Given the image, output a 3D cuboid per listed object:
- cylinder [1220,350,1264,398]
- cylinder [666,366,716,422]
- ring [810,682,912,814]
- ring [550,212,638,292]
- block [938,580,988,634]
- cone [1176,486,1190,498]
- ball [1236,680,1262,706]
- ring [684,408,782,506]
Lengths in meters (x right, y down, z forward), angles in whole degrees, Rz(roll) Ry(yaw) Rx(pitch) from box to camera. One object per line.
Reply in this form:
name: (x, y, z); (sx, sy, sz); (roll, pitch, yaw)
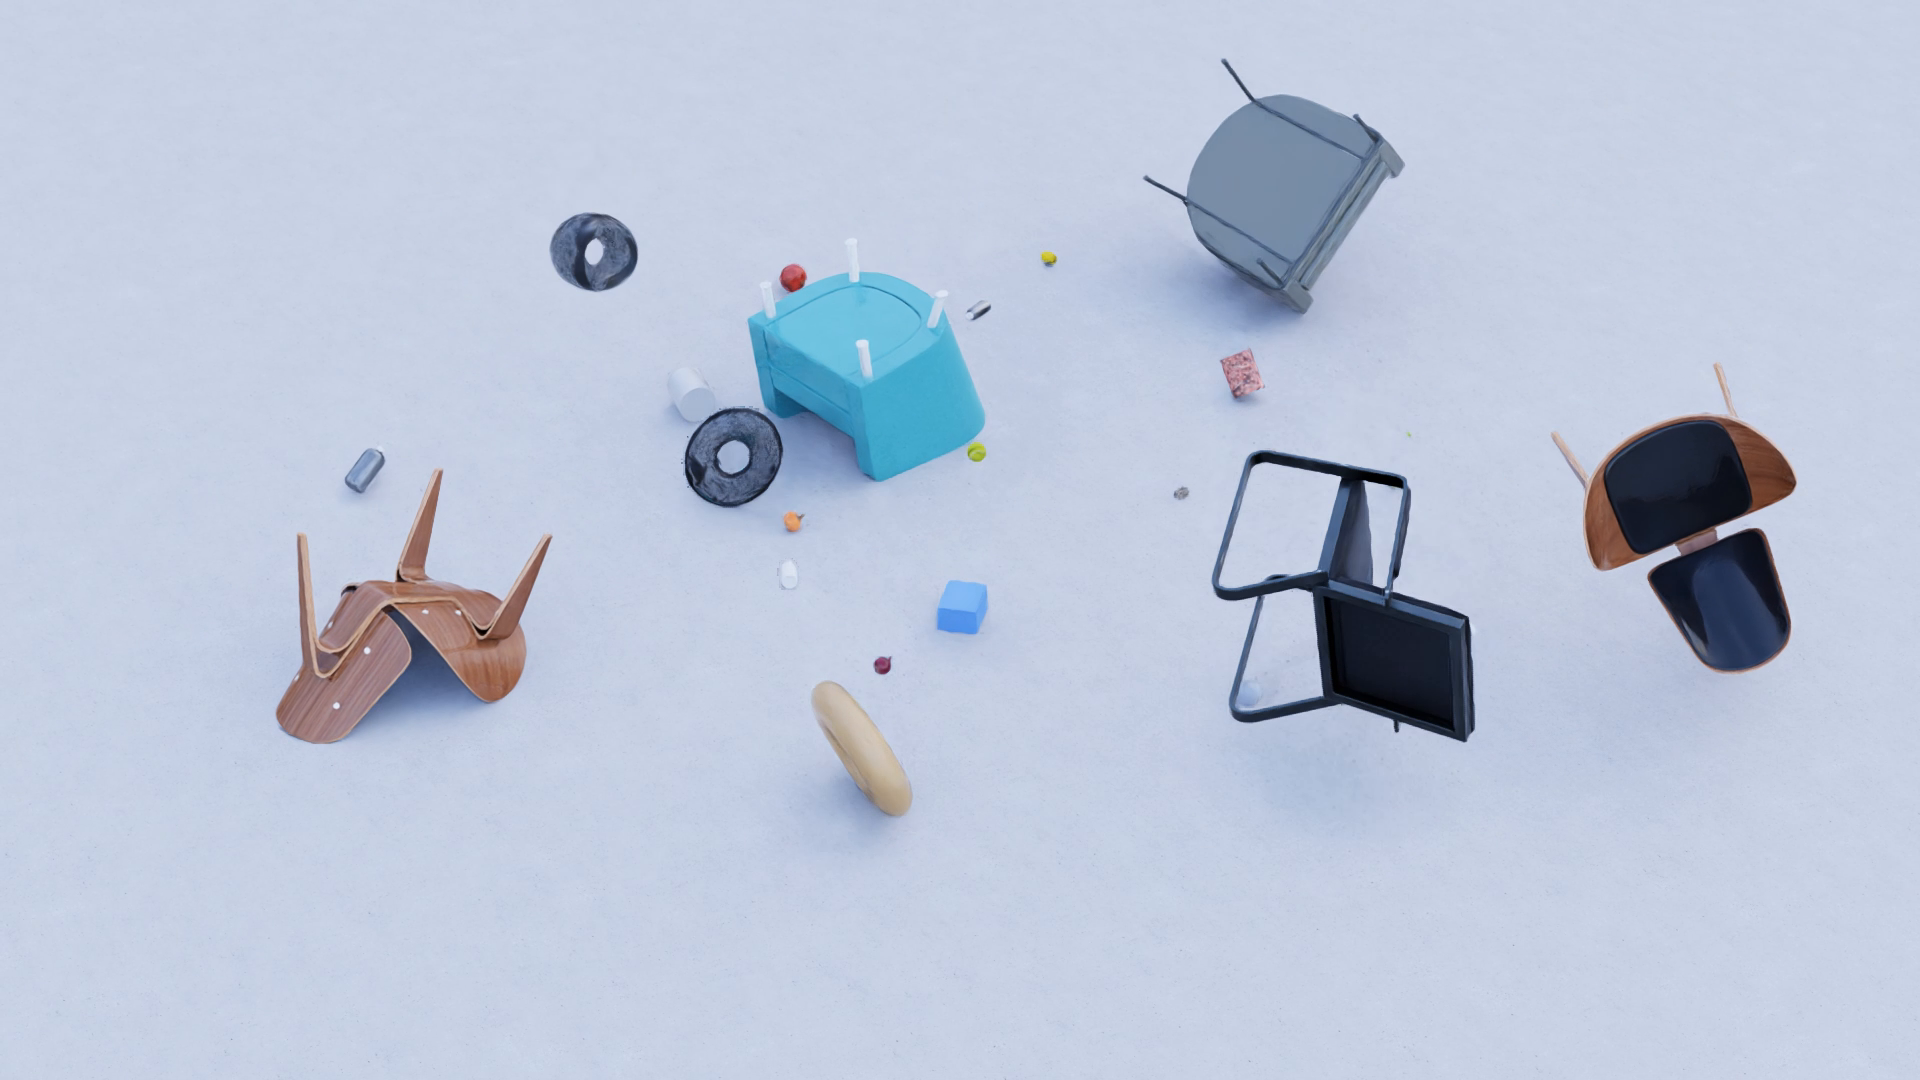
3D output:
cylinder: (1.133, -0.668, 11.771); (0.131, 0.164, 0.120); (-21, 1, 2)
cylinder: (-1.071, -0.581, 11.686); (0.150, 0.155, 0.175); (6, 28, -28)
ring: (-0.319, 0.674, 9.486); (0.125, 0.522, 0.506); (-34, 81, -9)
ring: (-1.471, -1.159, 11.794); (0.380, 0.316, 0.178); (6, 7, -41)
block: (0.010, 0.240, 10.490); (0.143, 0.096, 0.181); (6, 34, 12)
cone: (0.837, -0.185, 11.206); (0.062, 0.047, 0.063); (-17, 16, -20)
ball: (0.995, 0.526, 10.067); (0.087, 0.087, 0.087); (0, 33, 0)
ring: (-0.856, -0.313, 11.066); (0.358, 0.402, 0.082); (32, 12, -16)
